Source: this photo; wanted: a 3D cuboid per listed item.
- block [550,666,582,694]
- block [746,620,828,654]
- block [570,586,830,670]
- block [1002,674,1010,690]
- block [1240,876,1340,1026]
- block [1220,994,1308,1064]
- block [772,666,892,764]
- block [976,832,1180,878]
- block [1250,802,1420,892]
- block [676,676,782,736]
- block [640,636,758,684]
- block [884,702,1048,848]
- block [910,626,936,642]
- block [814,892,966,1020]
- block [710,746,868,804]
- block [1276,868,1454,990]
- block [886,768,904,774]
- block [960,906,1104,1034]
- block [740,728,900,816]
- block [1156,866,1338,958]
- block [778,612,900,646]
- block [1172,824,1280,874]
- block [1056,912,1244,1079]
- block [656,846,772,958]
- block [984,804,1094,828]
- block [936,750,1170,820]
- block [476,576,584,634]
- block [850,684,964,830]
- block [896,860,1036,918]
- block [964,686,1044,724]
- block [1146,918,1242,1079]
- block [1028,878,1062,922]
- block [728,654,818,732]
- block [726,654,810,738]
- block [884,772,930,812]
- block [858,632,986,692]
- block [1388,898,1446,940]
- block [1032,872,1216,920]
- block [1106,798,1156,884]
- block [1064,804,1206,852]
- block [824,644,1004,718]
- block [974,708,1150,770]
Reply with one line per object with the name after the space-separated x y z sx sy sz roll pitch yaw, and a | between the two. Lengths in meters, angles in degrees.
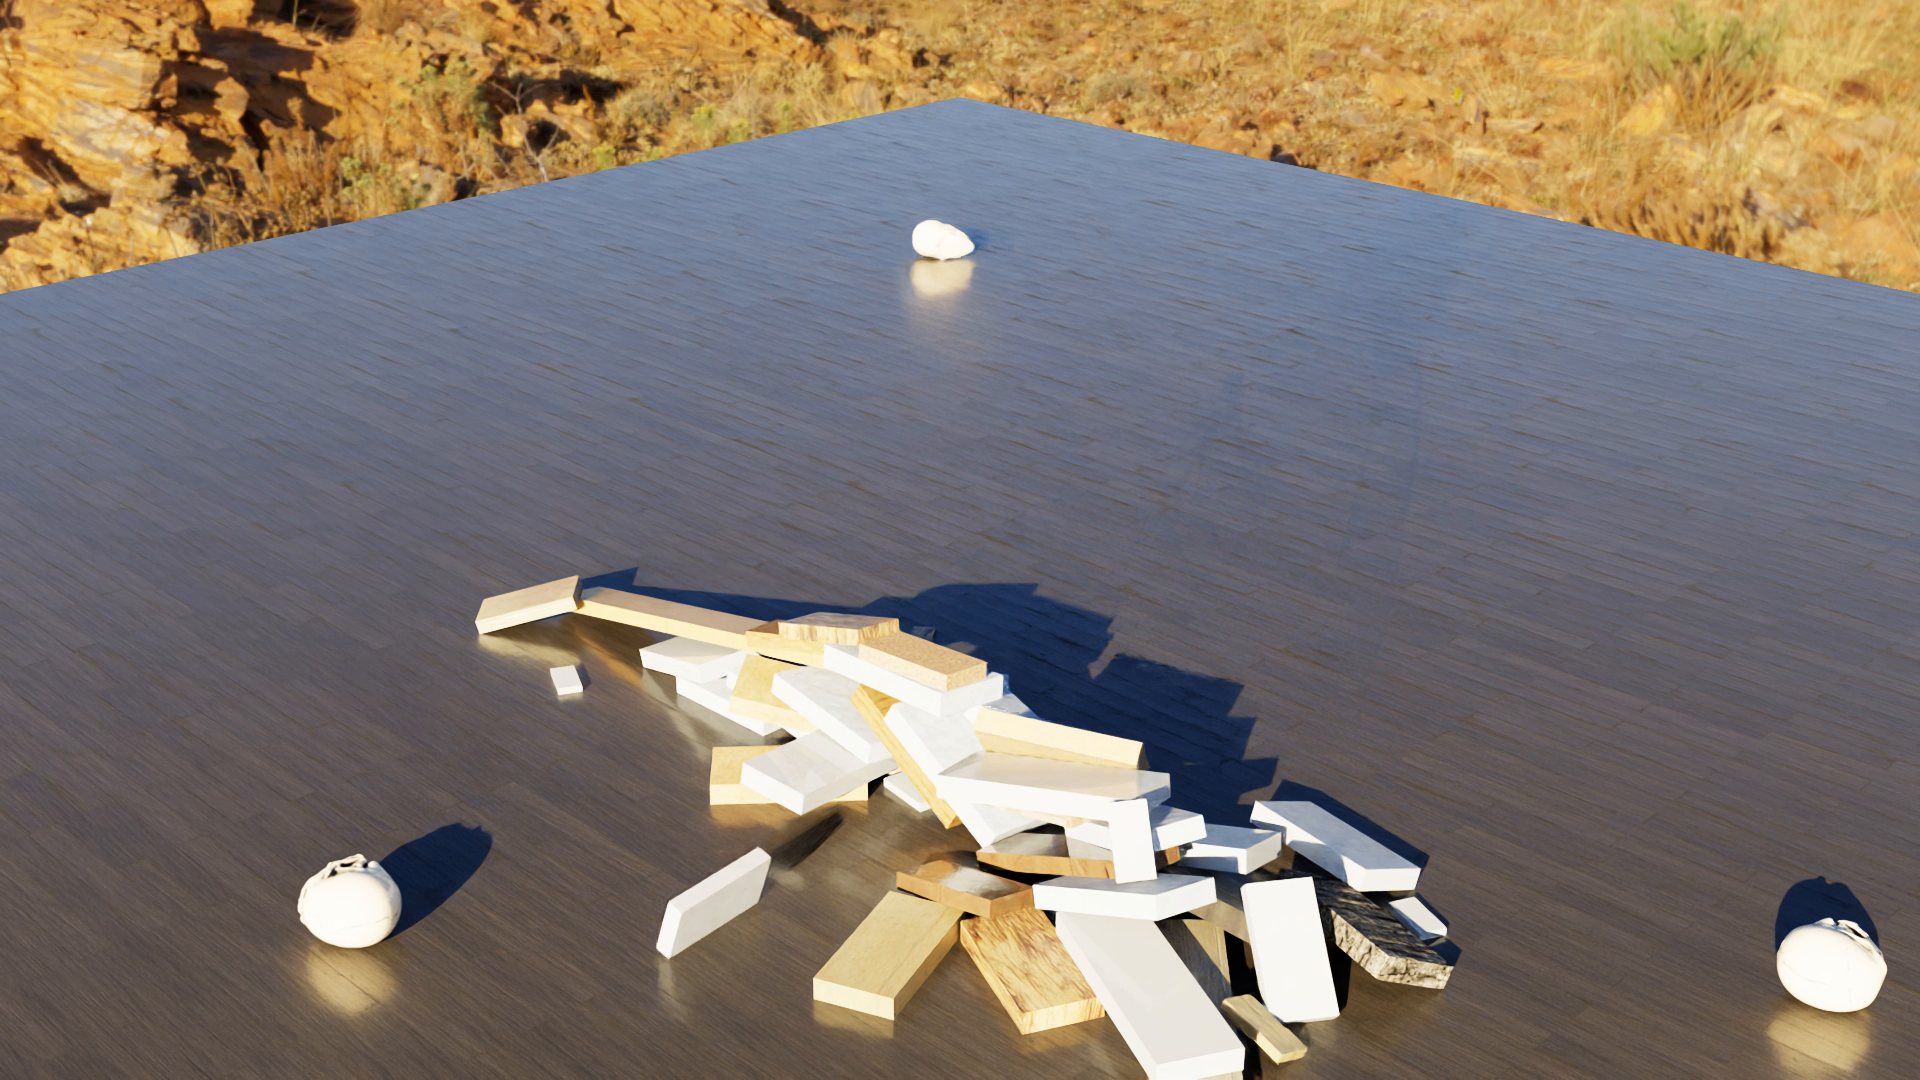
-0.894 0.318 4.993 0.054 0.015 0.108 -8 24 -17 | block
-0.325 0.210 4.729 0.242 0.034 0.121 4 12 29 | block
-0.560 0.198 5.010 1.031 0.034 0.121 9 15 44 | block
0.074 0.341 4.931 0.072 0.020 0.143 0 23 -1 | block
0.573 0.715 3.825 0.122 0.035 0.244 -4 68 -10 | block
0.513 0.826 3.720 0.072 0.020 0.143 2 29 -45 | block
-0.232 0.357 4.600 0.160 0.045 0.320 -11 32 -42 | block
0.217 0.592 4.130 0.122 0.035 0.414 -16 8 -42 | block
0.723 0.590 4.257 0.155 0.044 0.310 5 16 -38 | block
-0.479 0.343 4.898 0.297 0.042 0.149 21 31 40 | block
-0.591 0.263 4.982 0.148 0.042 0.297 -18 14 -31 | block
0.019 0.452 4.405 0.174 0.049 0.348 -15 56 -43 | block
-0.092 0.234 5.189 0.054 0.015 0.108 4 23 9 | block
-0.123 0.743 3.954 0.155 0.044 0.310 10 25 22 | block
-0.354 0.484 4.562 0.320 0.045 0.160 -1 23 -3 | block
0.723 0.700 3.973 0.162 0.046 0.325 15 13 -33 | block
-0.093 0.471 4.628 0.131 0.019 0.066 3 23 6 | block
0.126 0.761 3.913 0.153 0.043 0.306 -8 24 -18 | block
-0.278 0.457 4.473 0.160 0.045 0.319 23 26 30 | block
0.519 0.680 4.025 0.325 0.046 0.162 22 10 42 | block
-0.255 0.186 4.617 0.238 0.034 0.119 3 12 43 | block
0.432 0.581 4.214 0.325 0.046 0.162 3 6 31 | block
0.319 0.769 3.781 0.155 0.044 0.474 -7 24 -16 | block
-0.451 0.664 4.036 0.034 0.119 0.238 35 37 24 | block
0.155 0.487 4.235 0.292 0.041 0.146 9 17 44 | block
0.173 0.462 4.137 0.413 0.045 0.160 4 14 31 | block
-1.031 0.154 5.272 0.242 0.034 0.121 -14 24 5 | block
-0.054 0.419 4.478 0.174 0.049 0.348 -13 55 -43 | block
0.010 0.650 4.102 0.244 0.035 0.122 9 11 44 | block
0.151 0.418 4.489 0.292 0.041 0.146 42 22 5 | block
0.385 0.885 3.619 0.153 0.043 0.883 1 23 2 | block
0.169 0.678 4.143 0.056 0.016 0.112 -14 27 -29 | block
-0.294 0.351 4.720 0.378 0.045 0.160 14 32 0 | block
-0.350 0.351 4.782 0.297 0.042 0.148 33 37 28 | block
-0.092 0.515 4.524 0.066 0.019 0.131 -16 28 -32 | block
-0.076 0.243 4.440 0.239 0.034 0.119 17 22 38 | block
0.848 0.703 4.083 0.056 0.016 0.112 -8 24 -19 | block
0.293 0.634 3.949 0.153 0.043 0.306 -8 2 -42 | block
0.307 0.539 3.933 0.072 0.143 0.020 -7 -14 1 | block
0.323 0.534 4.113 0.146 0.041 0.292 -13 5 -22 | block
-0.098 0.268 4.498 0.174 0.049 0.348 -13 24 -43 | block
0.196 0.401 4.223 0.320 0.160 0.045 11 70 15 | block
